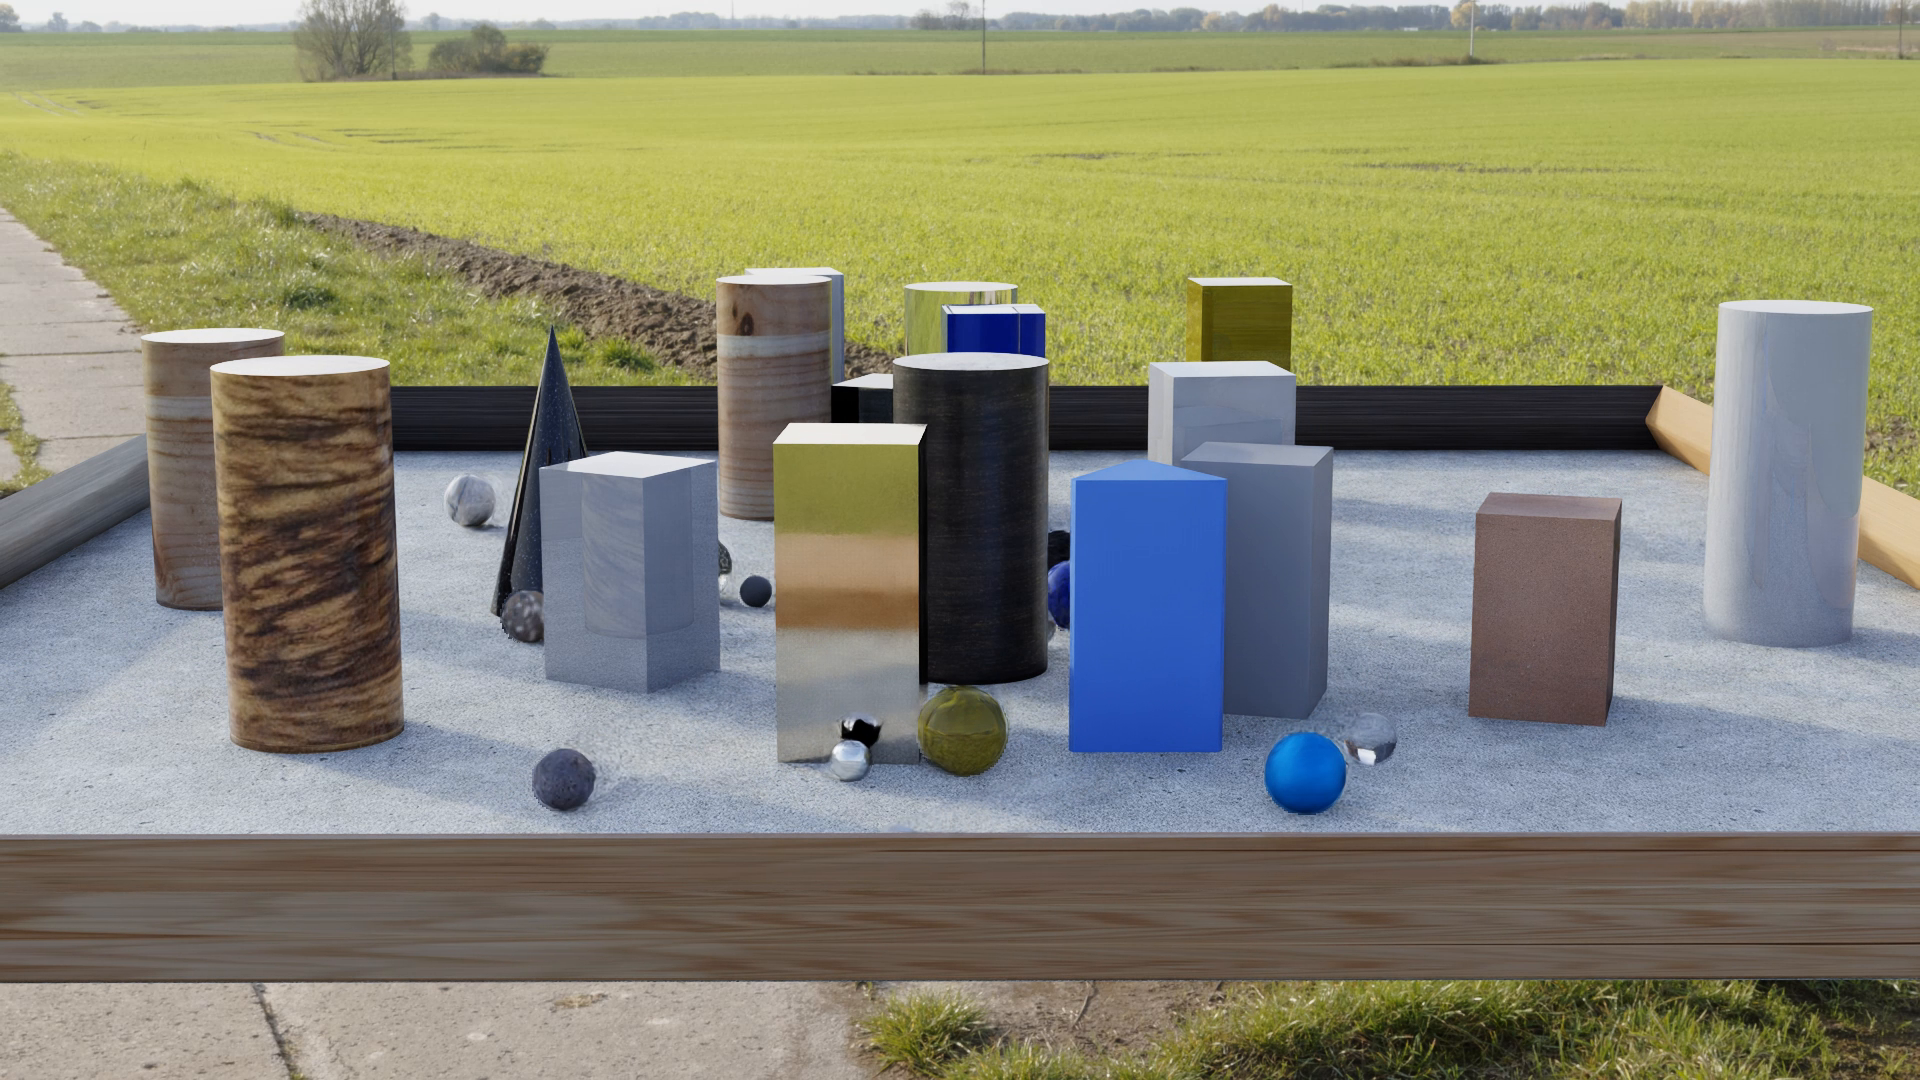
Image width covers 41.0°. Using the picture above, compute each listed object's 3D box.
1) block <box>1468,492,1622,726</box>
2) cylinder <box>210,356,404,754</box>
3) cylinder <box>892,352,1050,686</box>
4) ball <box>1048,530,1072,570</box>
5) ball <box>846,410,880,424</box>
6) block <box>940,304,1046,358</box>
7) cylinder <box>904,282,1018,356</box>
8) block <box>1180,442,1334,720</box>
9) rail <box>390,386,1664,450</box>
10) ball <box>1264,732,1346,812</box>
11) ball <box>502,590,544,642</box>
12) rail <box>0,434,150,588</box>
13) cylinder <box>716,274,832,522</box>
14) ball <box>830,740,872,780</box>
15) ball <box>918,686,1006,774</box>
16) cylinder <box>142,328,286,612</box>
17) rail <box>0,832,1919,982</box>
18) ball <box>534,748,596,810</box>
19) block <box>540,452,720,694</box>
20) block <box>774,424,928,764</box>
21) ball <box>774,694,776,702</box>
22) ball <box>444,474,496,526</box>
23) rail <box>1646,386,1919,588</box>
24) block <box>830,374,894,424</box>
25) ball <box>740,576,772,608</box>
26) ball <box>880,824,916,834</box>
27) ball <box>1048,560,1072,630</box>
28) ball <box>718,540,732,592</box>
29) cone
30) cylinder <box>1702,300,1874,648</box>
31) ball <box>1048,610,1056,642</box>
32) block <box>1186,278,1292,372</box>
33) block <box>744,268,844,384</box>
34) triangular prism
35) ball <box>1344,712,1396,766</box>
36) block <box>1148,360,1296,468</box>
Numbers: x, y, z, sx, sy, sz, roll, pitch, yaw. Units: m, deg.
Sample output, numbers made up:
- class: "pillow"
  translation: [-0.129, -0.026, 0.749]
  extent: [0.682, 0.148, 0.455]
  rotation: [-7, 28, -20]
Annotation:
- class: "block"
  translation: [0.666, 0.076, 2.914]
  extent: [0.149, 0.233, 0.149]
  rotation: [3, 11, 17]
- class: "cylinder"
  translation: [-0.707, 0.012, 2.786]
  extent: [0.187, 0.405, 0.187]
  rotation: [0, 11, 0]
- class: "cylinder"
  translation: [0.013, -0.029, 3.090]
  extent: [0.187, 0.374, 0.187]
  rotation: [0, 11, 0]
- class: "ball"
  translation: [0.137, 0.032, 3.538]
  extent: [0.089, 0.089, 0.089]
  rotation: [0, 11, 0]
- class: "ball"
  translation: [-0.188, -0.198, 4.768]
  extent: [0.090, 0.090, 0.090]
  rotation: [0, 11, 0]
- class: "block"
  translation: [0.050, -0.185, 3.990]
  extent: [0.149, 0.350, 0.149]
  rotation: [-1, 11, -4]
- class: "cylinder"
  translation: [0.002, -0.239, 4.247]
  extent: [0.187, 0.362, 0.187]
  rotation: [0, 11, 0]
- class: "block"
  translation: [0.338, 0.043, 2.938]
  extent: [0.149, 0.288, 0.149]
  rotation: [3, 11, 16]
- class: "rail"
  translation: [-0.008, -0.227, 4.830]
  extent: [2.681, 0.121, 0.045]
  rotation: [0, 11, 0]
- class: "ball"
  translation: [0.339, 0.228, 2.517]
  extent: [0.079, 0.079, 0.079]
  rotation: [0, 11, 0]
- class: "ball"
  translation: [-0.547, 0.097, 3.253]
  extent: [0.067, 0.067, 0.067]
  rotation: [0, 11, 0]
- class: "rail"
  translation: [-1.317, 0.033, 3.442]
  extent: [0.045, 0.121, 2.856]
  rotation: [0, 11, 0]
- class: "cylinder"
  translation: [-0.300, -0.234, 4.169]
  extent: [0.187, 0.380, 0.187]
  rotation: [0, 11, 0]
- class: "ball"
  translation: [-0.112, 0.225, 2.630]
  extent: [0.042, 0.042, 0.042]
  rotation: [0, 11, 0]
- class: "ball"
  translation: [0.002, 0.196, 2.651]
  extent: [0.092, 0.092, 0.092]
  rotation: [0, 11, 0]
- class: "cylinder"
  translation: [-1.009, -0.099, 3.500]
  extent: [0.187, 0.361, 0.187]
  rotation: [0, 11, 0]
- class: "rail"
  translation: [0.008, 0.289, 2.069]
  extent: [2.681, 0.121, 0.045]
  rotation: [0, 11, 0]
- class: "ball"
  translation: [-0.390, 0.236, 2.526]
  extent: [0.060, 0.060, 0.060]
  rotation: [0, 11, 0]
- class: "block"
  translation: [-0.393, 0.036, 3.066]
  extent: [0.149, 0.255, 0.149]
  rotation: [6, 12, 29]
- class: "block"
  translation: [-0.114, 0.054, 2.736]
  extent: [0.149, 0.339, 0.149]
  rotation: [1, 11, 3]
- class: "ball"
  translation: [-0.181, 0.177, 2.864]
  extent: [0.051, 0.051, 0.051]
  rotation: [0, 11, 0]
- class: "ball"
  translation: [-0.775, -0.062, 4.060]
  extent: [0.082, 0.082, 0.082]
  rotation: [0, 11, 0]
- class: "rail"
  translation: [1.317, 0.030, 3.457]
  extent: [0.045, 0.121, 2.856]
  rotation: [0, 11, 0]
- class: "block"
  translation: [-0.084, -0.086, 3.653]
  extent: [0.149, 0.280, 0.149]
  rotation: [4, 11, 21]
- class: "ball"
  translation: [-0.275, 0.069, 3.463]
  extent: [0.044, 0.044, 0.044]
  rotation: [0, 11, 0]
- class: "ball"
  translation: [-0.057, 0.280, 2.340]
  extent: [0.042, 0.042, 0.042]
  rotation: [0, 11, 0]
- class: "ball"
  translation: [0.148, 0.071, 3.322]
  extent: [0.092, 0.092, 0.092]
  rotation: [0, 11, 0]
- class: "ball"
  translation: [-0.358, 0.037, 3.500]
  extent: [0.093, 0.093, 0.093]
  rotation: [0, 11, 0]
- class: "cone"
  translation: [-0.539, -0.098, 3.428]
  extent: [0.187, 0.385, 0.187]
  rotation: [0, 11, 0]
- class: "cylinder"
  translation: [1.056, -0.088, 3.280]
  extent: [0.187, 0.420, 0.187]
  rotation: [0, 11, 0]
- class: "ball"
  translation: [0.092, 0.108, 3.220]
  extent: [0.056, 0.056, 0.056]
  rotation: [0, 11, 0]
- class: "block"
  translation: [0.464, -0.251, 4.304]
  extent: [0.149, 0.365, 0.149]
  rotation: [-1, 11, -5]
- class: "block"
  translation: [-0.285, -0.278, 4.428]
  extent: [0.149, 0.371, 0.149]
  rotation: [-2, 11, -12]
- class: "triangular prism"
  translation: [0.198, 0.068, 2.784]
  extent: [0.162, 0.294, 0.140]
  rotation: [0, 11, 0]
- class: "ball"
  translation: [0.430, 0.208, 2.687]
  extent: [0.055, 0.055, 0.055]
  rotation: [0, 11, 0]
- class: "block"
  translation: [0.319, -0.033, 3.160]
  extent: [0.149, 0.357, 0.149]
  rotation: [-1, 11, -7]
